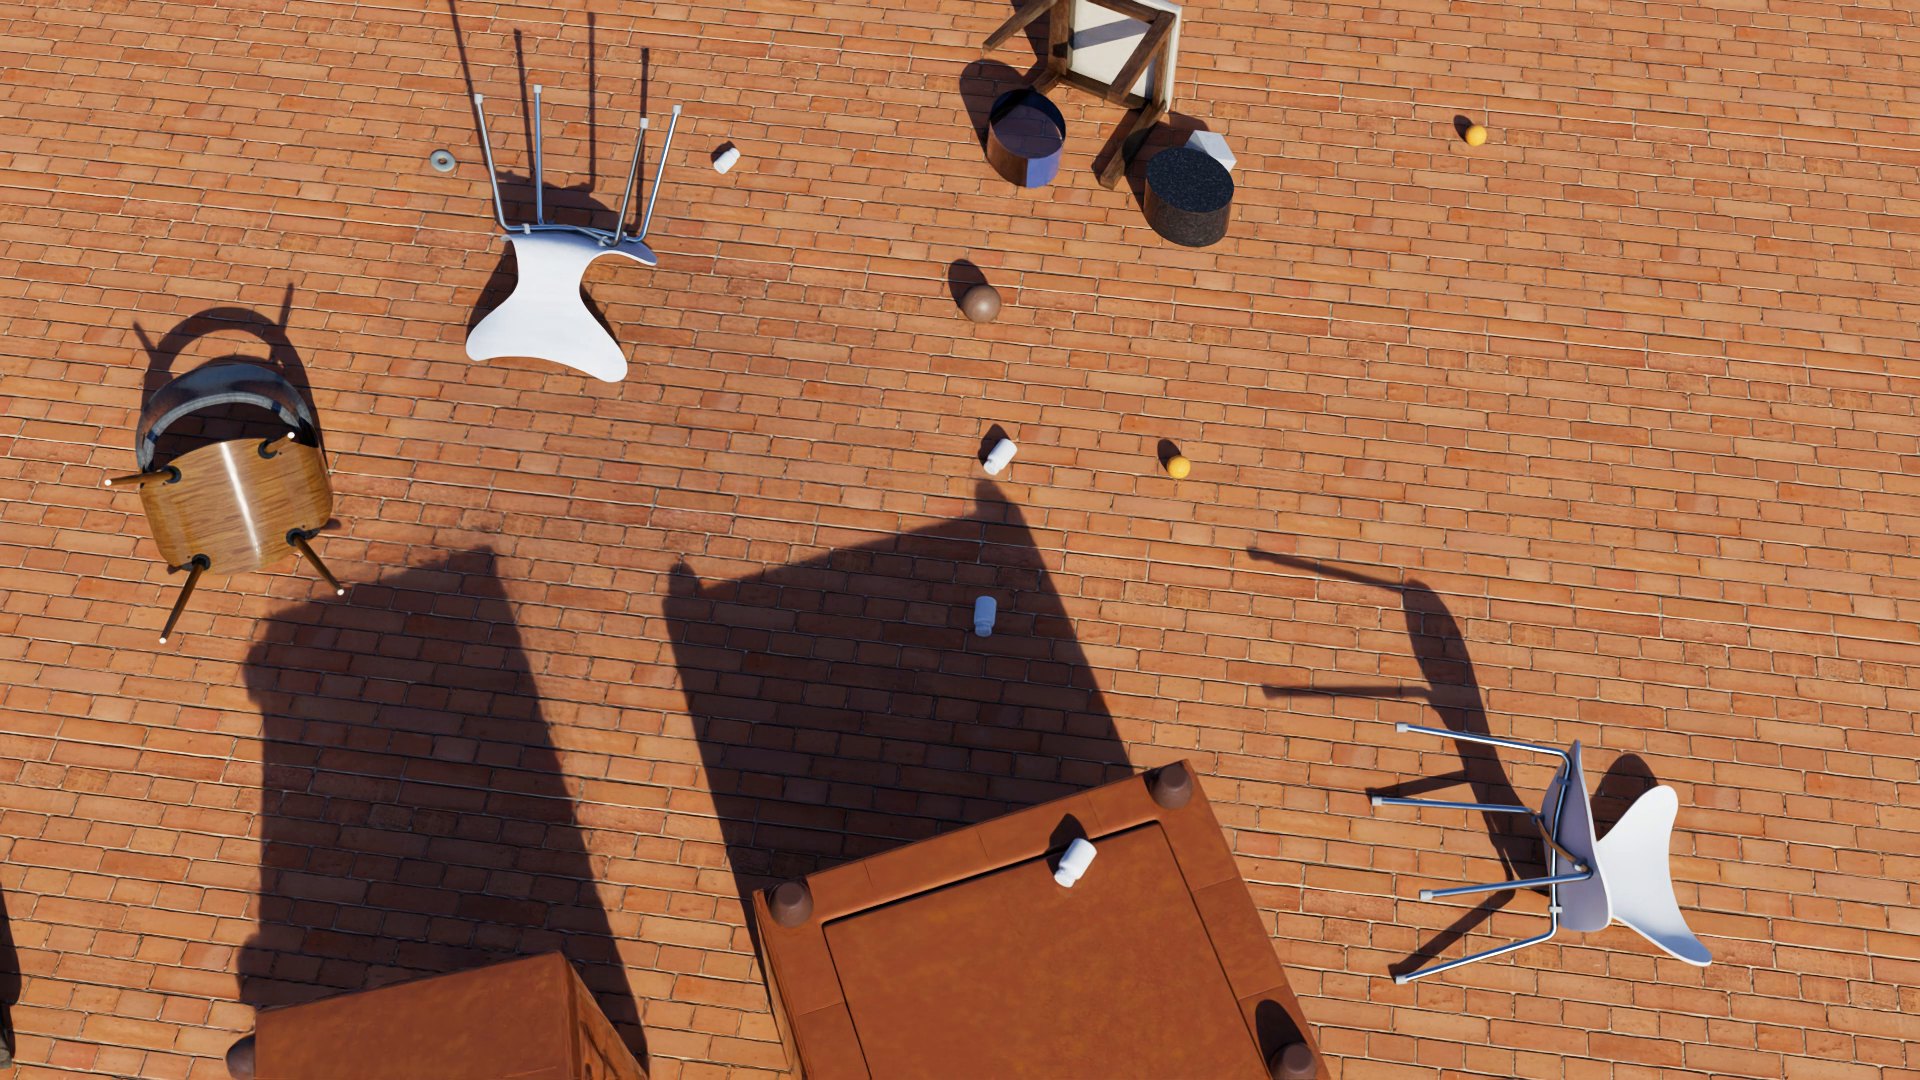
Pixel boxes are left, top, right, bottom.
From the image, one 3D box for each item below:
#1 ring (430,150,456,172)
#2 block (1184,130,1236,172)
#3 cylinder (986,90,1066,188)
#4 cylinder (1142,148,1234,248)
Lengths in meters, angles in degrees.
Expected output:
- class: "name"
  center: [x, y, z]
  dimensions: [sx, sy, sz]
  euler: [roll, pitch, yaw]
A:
- class: "ring"
  center: [-1.746, -1.280, 7.423]
  dimensions: [0.078, 0.016, 0.103]
  euler: [-32, 61, -19]
- class: "block"
  center: [0.836, -1.290, 7.364]
  dimensions: [0.111, 0.084, 0.135]
  euler: [0, 51, -33]
- class: "cylinder"
  center: [0.220, -1.343, 7.358]
  dimensions: [0.244, 0.159, 0.294]
  euler: [-18, 65, -13]
- class: "cylinder"
  center: [0.748, -1.126, 7.228]
  dimensions: [0.257, 0.168, 0.313]
  euler: [-38, 64, -22]
